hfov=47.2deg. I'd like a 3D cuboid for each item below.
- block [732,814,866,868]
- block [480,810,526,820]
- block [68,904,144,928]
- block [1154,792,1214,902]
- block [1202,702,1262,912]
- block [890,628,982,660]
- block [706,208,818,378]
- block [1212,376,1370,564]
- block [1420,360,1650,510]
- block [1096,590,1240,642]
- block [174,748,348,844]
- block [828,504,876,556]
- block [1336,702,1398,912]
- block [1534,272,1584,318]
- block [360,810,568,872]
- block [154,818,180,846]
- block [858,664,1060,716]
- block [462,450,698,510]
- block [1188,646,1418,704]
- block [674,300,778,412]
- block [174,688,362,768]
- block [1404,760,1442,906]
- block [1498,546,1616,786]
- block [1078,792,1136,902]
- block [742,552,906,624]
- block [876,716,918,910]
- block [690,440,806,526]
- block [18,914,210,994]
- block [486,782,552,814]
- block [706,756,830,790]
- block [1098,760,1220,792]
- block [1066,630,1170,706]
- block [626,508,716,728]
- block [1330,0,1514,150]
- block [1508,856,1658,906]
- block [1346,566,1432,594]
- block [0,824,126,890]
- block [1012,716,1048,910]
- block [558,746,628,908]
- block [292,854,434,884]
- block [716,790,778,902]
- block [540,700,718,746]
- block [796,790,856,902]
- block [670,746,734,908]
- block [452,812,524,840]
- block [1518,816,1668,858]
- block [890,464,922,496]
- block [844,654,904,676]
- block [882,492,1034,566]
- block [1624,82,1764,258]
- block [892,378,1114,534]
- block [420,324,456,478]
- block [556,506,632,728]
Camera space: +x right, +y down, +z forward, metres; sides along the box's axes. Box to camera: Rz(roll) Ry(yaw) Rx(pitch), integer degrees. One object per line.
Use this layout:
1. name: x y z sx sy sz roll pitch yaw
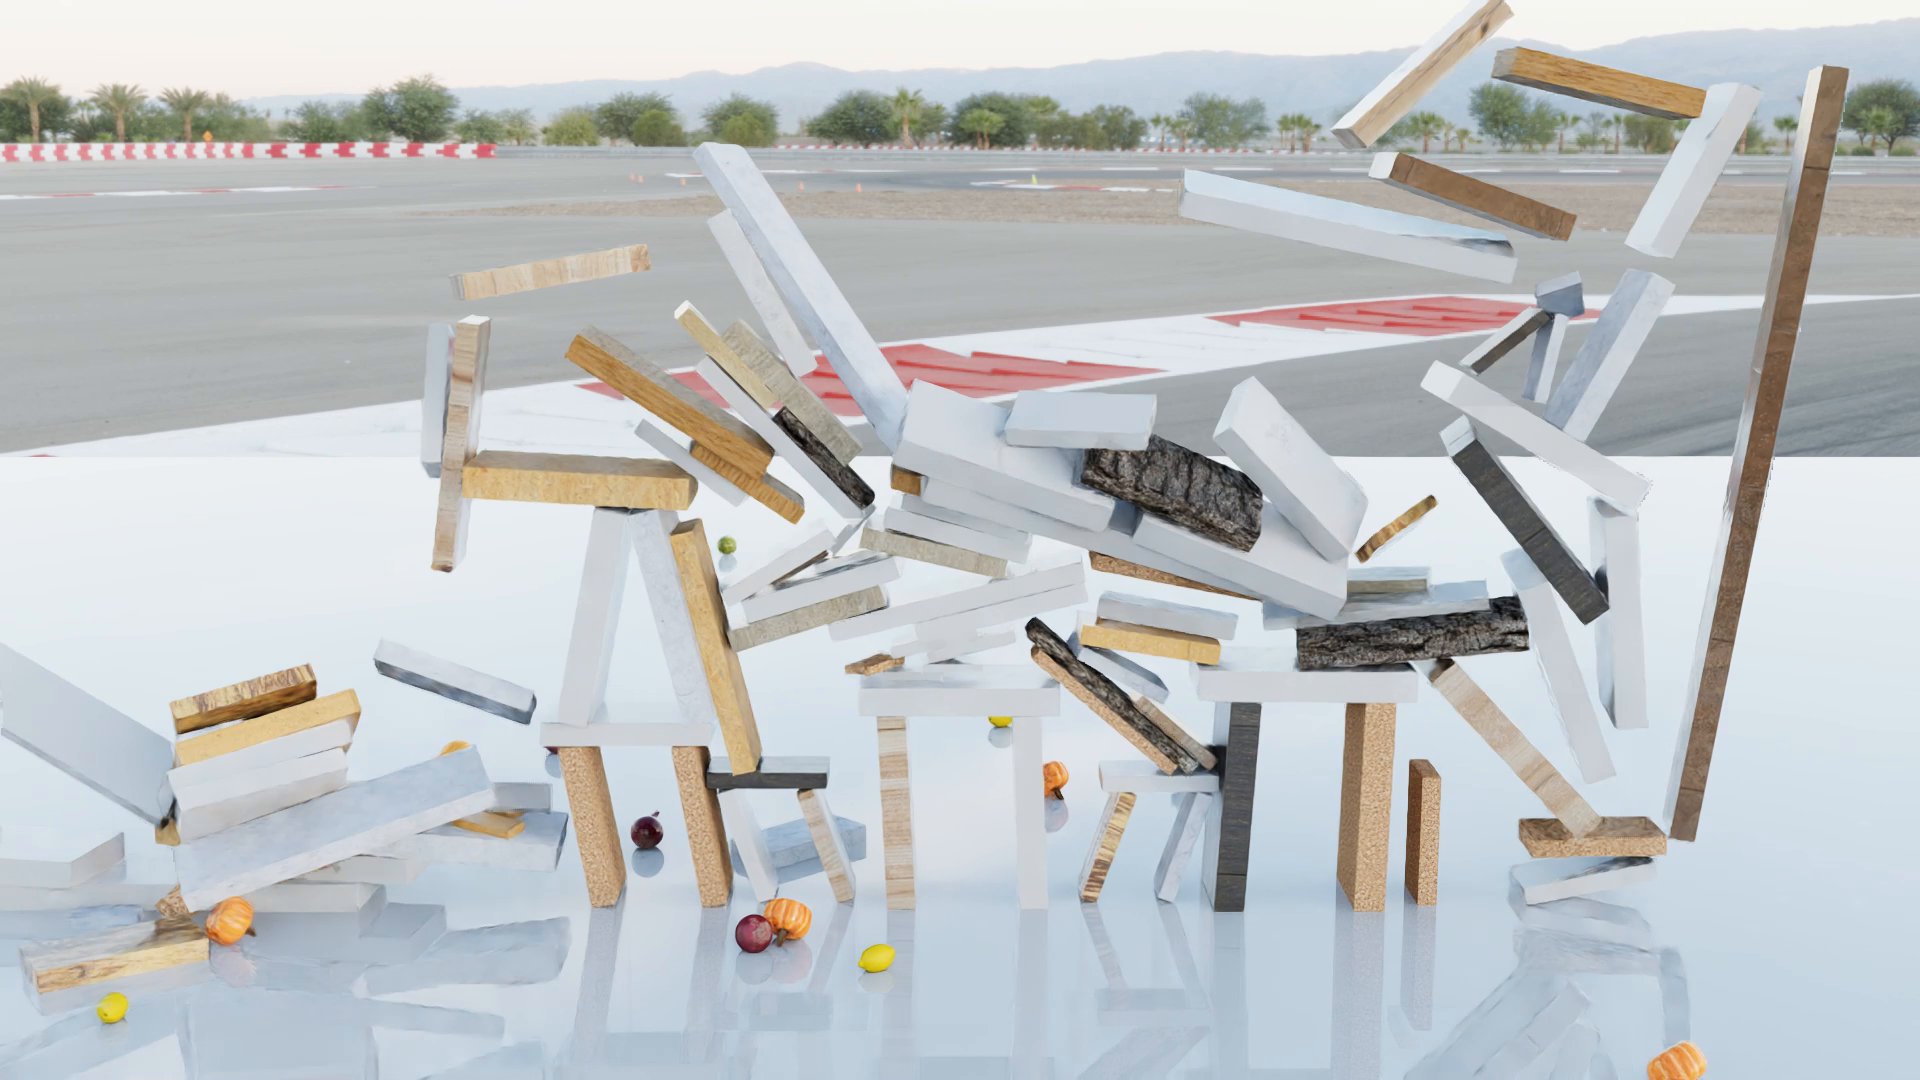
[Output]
1. block: -0.285 0.532 3.898 0.220 0.031 0.110 -10 15 -44
2. block: -0.782 0.446 3.686 0.096 0.014 0.048 15 15 14
3. block: -1.376 0.606 3.544 0.105 0.015 0.053 -2 11 -9
4. block: 0.370 0.496 3.655 0.027 0.191 0.095 19 10 -3
5. block: 0.447 0.417 3.637 0.050 0.350 0.175 3 10 -1
6. block: -0.040 0.161 3.600 0.146 0.021 0.073 -13 10 5
7. block: -0.318 -0.398 3.538 0.040 0.284 0.142 -29 10 0
8. block: 0.529 -0.112 3.503 0.041 0.290 0.145 -33 19 40
9. block: 0.914 -0.169 3.507 0.350 0.050 0.175 29 9 -8
10. block: 0.345 0.125 3.637 0.227 0.032 0.113 10 6 8
11. block: -1.117 0.409 3.517 0.260 0.037 0.130 -14 -25 -26
12. block: -0.178 -0.019 3.604 0.015 0.104 0.052 42 -3 -6
13. block: 0.671 0.417 3.637 0.050 0.350 0.175 1 11 0
14. block: 0.963 -0.386 3.533 0.071 0.020 0.141 -18 -20 13
15. block: -0.819 0.485 3.646 0.316 0.045 0.158 6 13 -5
16. block: -1.157 0.474 3.663 0.316 0.045 0.158 3 12 17
17. block: -0.001 0.246 3.608 0.325 0.046 0.162 0 11 0
18. block: -0.604 -0.097 3.531 0.353 0.050 0.176 3 11 -2
19. block: 0.558 0.220 3.602 0.350 0.050 0.175 0 11 1
20. block: -0.373 -0.294 3.512 0.029 0.203 0.102 -44 15 2
21. block: -1.136 0.327 3.608 0.291 0.041 0.145 -18 -14 -26
22. block: 0.767 0.483 3.646 0.031 0.218 0.109 0 11 0
23. block: 0.980 0.203 3.608 0.051 0.360 0.180 -21 16 10
24. block: 0.244 0.496 3.656 0.027 0.191 0.095 19 10 -4
25. block: -0.222 0.068 3.603 0.259 0.037 0.130 -16 10 6
26. block: -0.103 0.429 3.642 0.046 0.325 0.162 -3 11 1
27. block: -0.341 -0.102 3.527 0.203 0.029 0.101 34 9 -13
28. block: -1.290 0.630 3.356 0.248 0.035 0.124 -7 13 -33
29. block: -0.735 0.429 3.671 0.103 0.015 0.052 3 47 -10
30. block: -0.316 0.384 3.636 0.196 0.028 0.098 0 11 0
31. block: 0.328 0.390 3.638 0.191 0.027 0.095 0 11 -1
32. block: 0.260 0.210 3.619 0.170 0.024 0.085 28 10 -16
33. block: -0.458 0.109 3.571 0.050 0.353 0.176 -13 11 3
34. block: 0.714 -0.724 3.413 0.297 0.042 0.148 -42 8 4
35. block: 1.035 0.554 3.658 0.218 0.031 0.109 -12 10 3
36. block: 0.700 0.065 3.624 0.146 0.021 0.073 -2 16 21
37. block: -1.582 0.523 3.653 0.325 0.046 0.162 2 11 9
38. block: 0.114 0.429 3.642 0.046 0.325 0.162 -2 11 0
39. block: -0.607 0.455 3.642 0.039 0.272 0.136 -10 11 2
40. block: -1.044 0.520 3.671 0.316 0.045 0.158 2 11 9
41. block: -0.351 0.494 3.655 0.028 0.196 0.098 -19 10 3
42. block: -0.541 0.301 3.613 0.272 0.039 0.136 0 11 0
43. block: -0.221 0.494 3.655 0.028 0.196 0.098 -19 10 3
44. block: -0.426 0.455 3.644 0.039 0.272 0.136 -9 11 2
45. block: -0.775 0.467 3.616 0.104 0.015 0.052 11 14 16
46. block: 1.046 0.492 3.644 0.218 0.031 0.109 -2 11 2
47. block: -0.009 -0.084 3.546 0.209 0.030 0.104 15 16 -7
48. block: -0.139 0.203 3.596 0.049 0.014 0.098 2 11 34
49. block: -0.001 -0.019 3.579 0.239 0.034 0.119 15 13 2
50. block: 1.149 -0.580 3.452 0.040 0.280 0.140 26 9 -4
51. block: 0.075 -0.133 3.459 0.347 0.049 0.173 18 37 -7
52. block: -0.834 -0.221 3.526 0.032 0.227 0.113 2 -12 -5
53. block: -0.586 0.109 3.568 0.050 0.353 0.176 12 11 -2
